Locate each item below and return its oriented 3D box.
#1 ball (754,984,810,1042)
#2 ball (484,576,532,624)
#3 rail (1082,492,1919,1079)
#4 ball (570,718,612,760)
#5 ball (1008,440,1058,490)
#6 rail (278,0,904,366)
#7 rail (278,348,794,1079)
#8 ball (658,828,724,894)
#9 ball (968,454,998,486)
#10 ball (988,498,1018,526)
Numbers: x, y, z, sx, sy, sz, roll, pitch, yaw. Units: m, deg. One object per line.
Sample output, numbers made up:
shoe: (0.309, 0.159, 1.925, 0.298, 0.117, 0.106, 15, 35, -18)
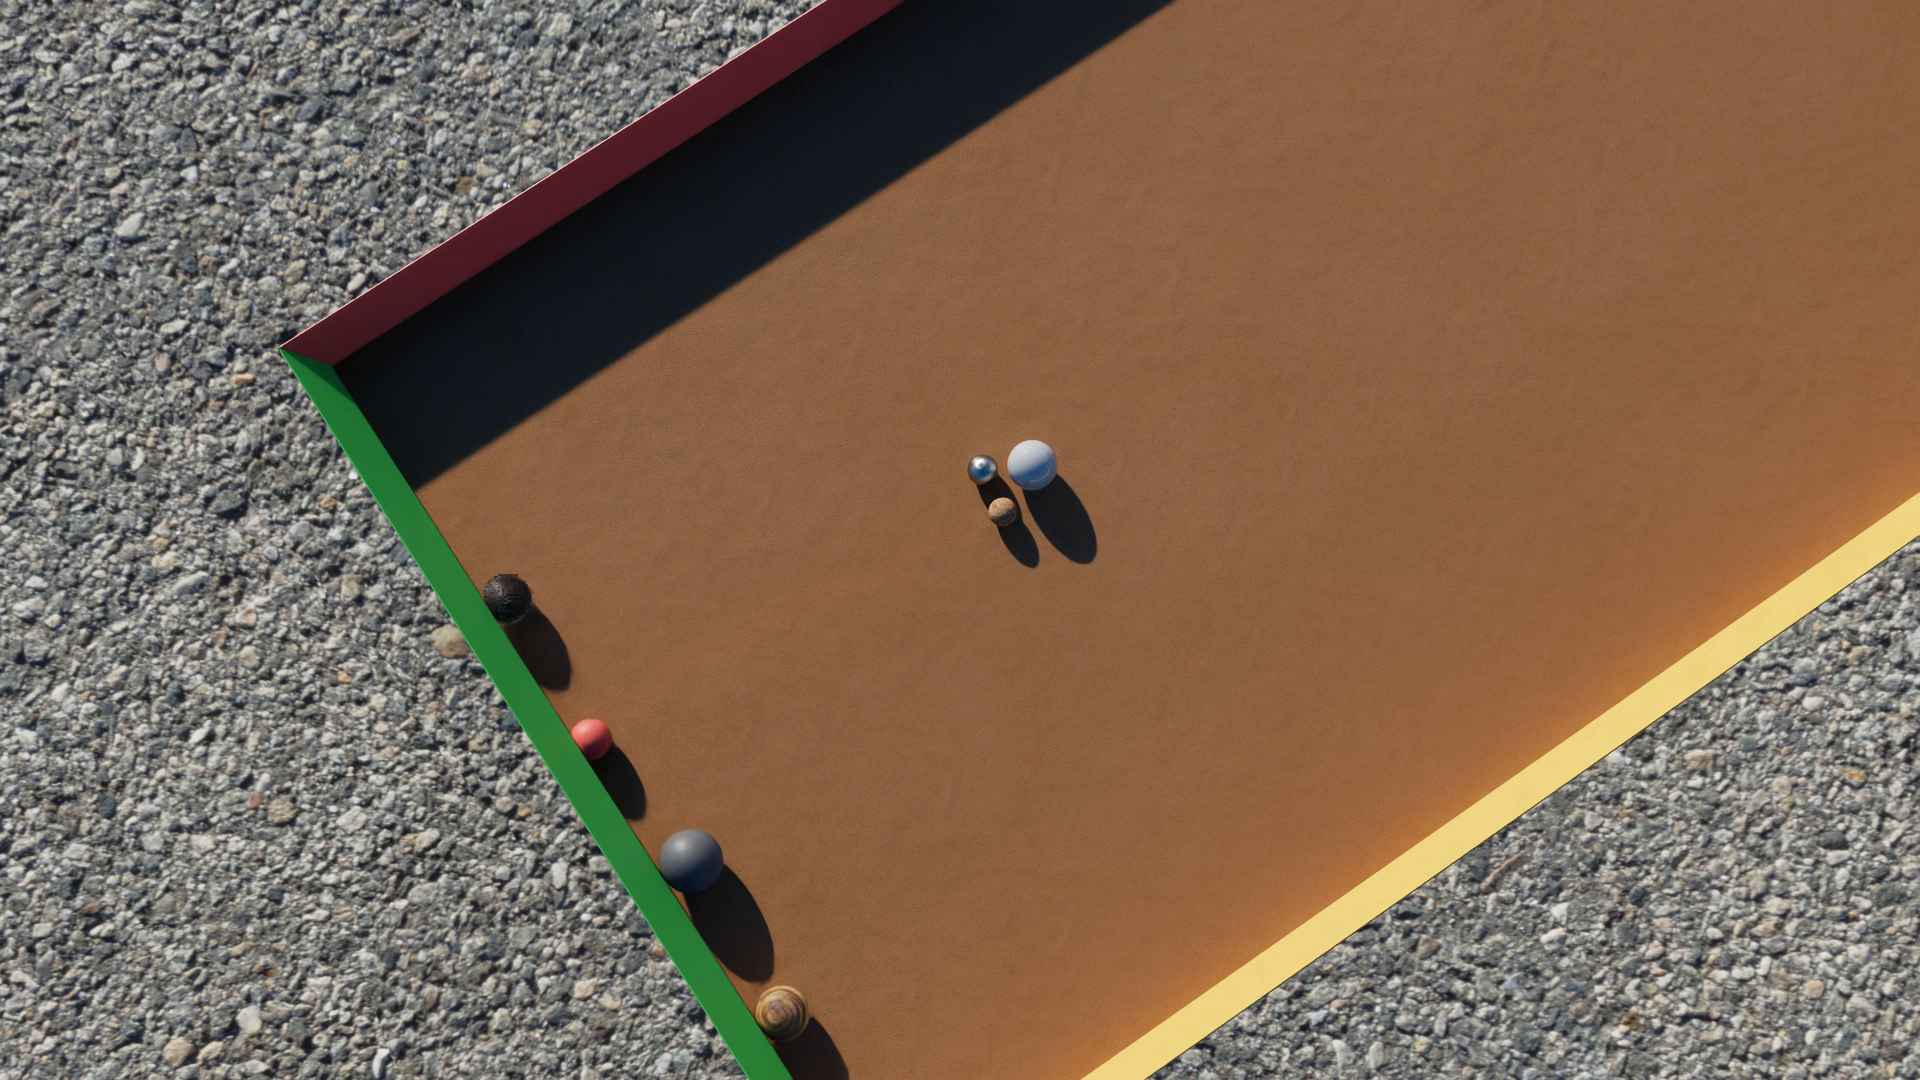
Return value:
ball: (-0.256, 0.680, 3.159, 0.079, 0.079, 0.079, 0, 80, 0)
ball: (-0.672, 0.088, 3.266, 0.072, 0.072, 0.072, 0, 80, 0)
rail: (0.994, 0.244, 3.212, 2.724, 0.121, 0.045, -34, 82, -5)
ball: (-0.543, 0.294, 3.235, 0.061, 0.061, 0.061, 0, 80, 0)
ball: (0.109, -0.112, 3.298, 0.076, 0.076, 0.076, 0, 80, 0)
rail: (0.134, -1.007, 3.429, 2.724, 0.121, 0.045, -34, 82, -5)
rail: (-0.544, 0.358, 3.193, 0.045, 0.121, 1.581, -34, 82, -5)
ball: (-0.391, 0.465, 3.189, 0.093, 0.093, 0.093, 0, 80, 0)
ball: (0.034, -0.106, 3.312, 0.047, 0.047, 0.047, 0, 80, 0)
ball: (0.064, -0.042, 3.303, 0.043, 0.043, 0.043, 0, 80, 0)
